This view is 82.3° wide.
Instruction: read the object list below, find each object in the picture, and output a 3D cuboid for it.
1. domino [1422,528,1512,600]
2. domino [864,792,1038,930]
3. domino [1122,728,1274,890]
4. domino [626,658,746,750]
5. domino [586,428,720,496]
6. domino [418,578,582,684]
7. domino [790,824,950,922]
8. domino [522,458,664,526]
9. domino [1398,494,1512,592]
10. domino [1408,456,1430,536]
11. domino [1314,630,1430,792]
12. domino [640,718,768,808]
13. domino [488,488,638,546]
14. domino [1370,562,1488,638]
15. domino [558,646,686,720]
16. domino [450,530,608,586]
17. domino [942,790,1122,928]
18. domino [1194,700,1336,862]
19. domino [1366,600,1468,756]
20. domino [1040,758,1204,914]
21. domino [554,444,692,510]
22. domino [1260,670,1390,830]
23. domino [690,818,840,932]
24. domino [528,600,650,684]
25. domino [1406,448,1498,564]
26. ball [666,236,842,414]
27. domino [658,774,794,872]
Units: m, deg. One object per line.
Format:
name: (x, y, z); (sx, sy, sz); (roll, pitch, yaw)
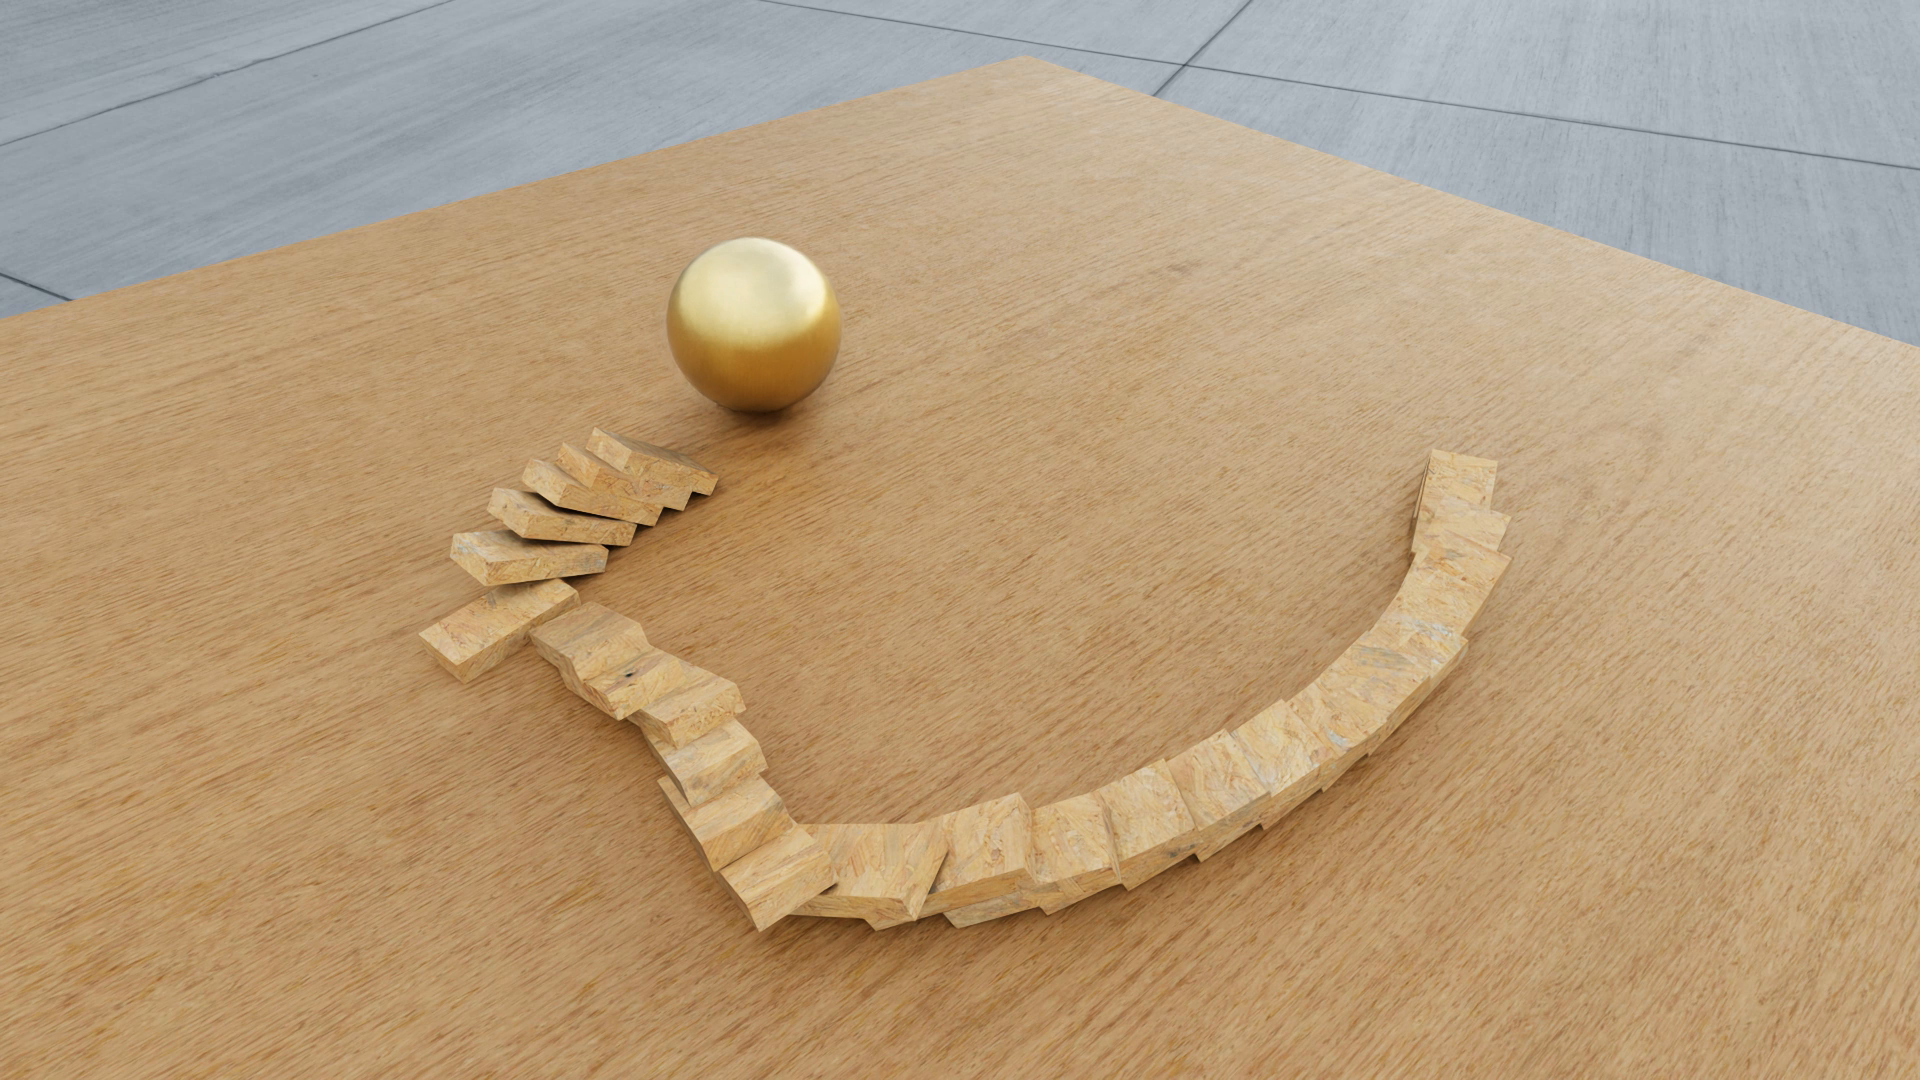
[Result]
domino: (0.176, 0.022, 0.401); (0.025, 0.009, 0.050); (31, 72, 31)
domino: (-0.004, 0.092, 0.315); (0.050, 0.009, 0.025); (-21, 37, 15)
domino: (0.065, 0.080, 0.330); (0.050, 0.010, 0.025); (-31, 43, 1)
domino: (-0.094, 0.053, 0.363); (0.025, 0.010, 0.050); (-30, 23, -32)
domino: (-0.127, -0.032, 0.459); (0.025, 0.009, 0.050); (29, 7, 31)
domino: (-0.169, 0.030, 0.407); (0.025, 0.010, 0.050); (27, 47, 29)
domino: (-0.030, 0.094, 0.313); (0.050, 0.010, 0.025); (-9, 32, 32)
domino: (-0.147, -0.019, 0.442); (0.025, 0.010, 0.050); (29, 7, 31)
domino: (0.188, 0.009, 0.419); (0.025, 0.010, 0.050); (23, 67, 26)
domino: (0.207, -0.017, 0.464); (0.025, 0.009, 0.050); (17, 42, 19)
domino: (0.126, 0.056, 0.360); (0.050, 0.010, 0.025); (-41, 50, -8)
domino: (-0.082, 0.065, 0.347); (0.025, 0.009, 0.050); (-26, 21, -23)
domino: (-0.156, -0.009, 0.432); (0.025, 0.009, 0.050); (29, 12, 31)
domino: (0.160, 0.034, 0.387); (0.025, 0.010, 0.050); (32, 73, 33)
domino: (-0.115, 0.045, 0.372); (0.025, 0.010, 0.050); (-30, 23, -31)
domino: (-0.164, 0.005, 0.420); (0.025, 0.010, 0.050); (29, 21, 31)
domino: (0.019, 0.092, 0.315); (0.050, 0.010, 0.025); (-21, 38, 15)
domino: (0.087, 0.074, 0.338); (0.050, 0.010, 0.025); (-33, 45, -1)
domino: (0.144, 0.046, 0.372); (0.050, 0.010, 0.025); (-42, 51, -9)
domino: (0.043, 0.087, 0.322); (0.050, 0.009, 0.025); (-27, 41, 6)
domino: (-0.137, -0.025, 0.450); (0.025, 0.009, 0.050); (29, 7, 31)
domino: (0.107, 0.066, 0.348); (0.050, 0.010, 0.025); (-36, 46, -4)
domino: (-0.057, 0.091, 0.316); (0.025, 0.010, 0.050); (-28, 22, -24)
domino: (-0.131, 0.035, 0.385); (0.025, 0.009, 0.050); (-29, 23, -30)
domino: (0.197, -0.011, 0.440); (0.025, 0.009, 0.050); (14, 64, 18)
ball: (-0.094, -0.099, 0.508); (0.080, 0.080, 0.080); (0, 39, 0)
domino: (-0.071, 0.079, 0.330); (0.025, 0.010, 0.050); (-26, 21, -23)
